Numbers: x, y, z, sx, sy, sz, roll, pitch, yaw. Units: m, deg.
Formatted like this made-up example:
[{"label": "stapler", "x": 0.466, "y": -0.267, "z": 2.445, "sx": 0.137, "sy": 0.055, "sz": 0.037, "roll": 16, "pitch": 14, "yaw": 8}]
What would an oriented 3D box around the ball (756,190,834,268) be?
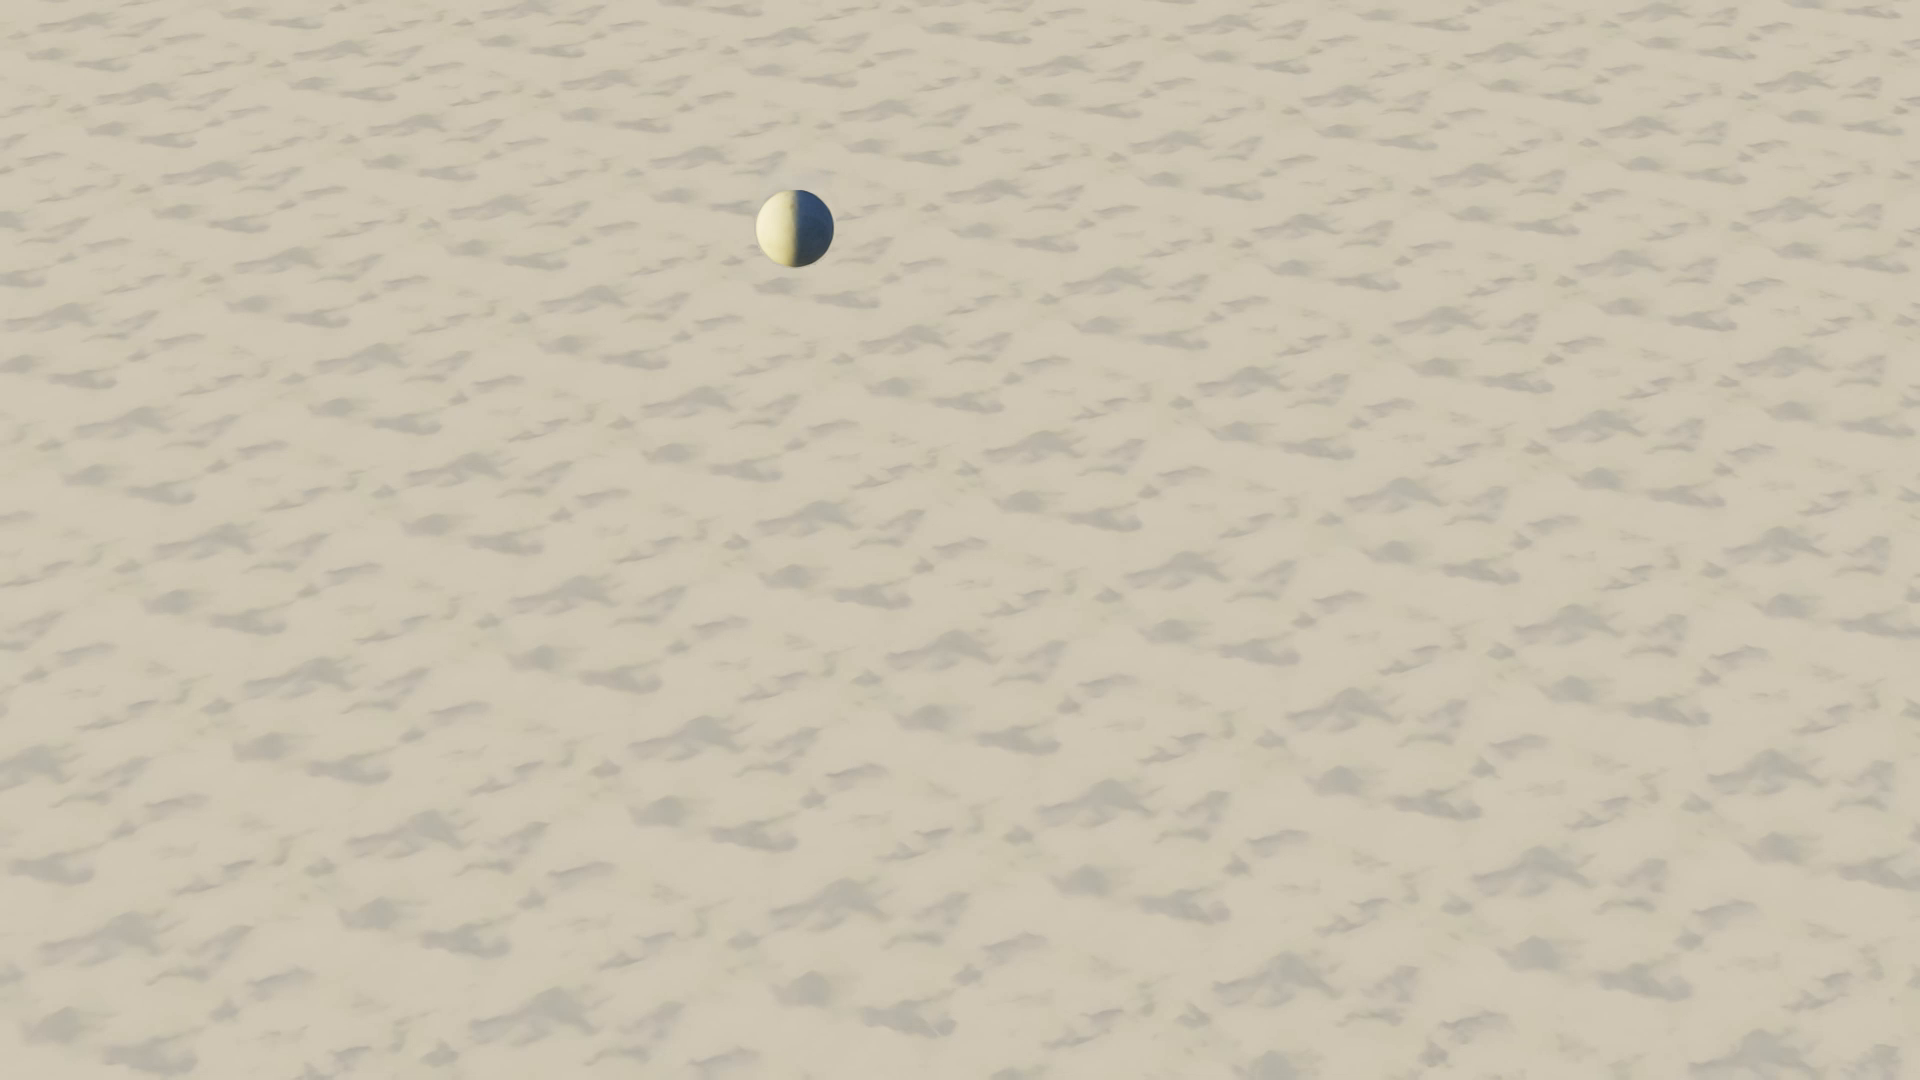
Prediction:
[{"label": "ball", "x": -0.478, "y": -0.905, "z": 8.516, "sx": 0.226, "sy": 0.226, "sz": 0.226, "roll": 0, "pitch": 33, "yaw": 0}]
